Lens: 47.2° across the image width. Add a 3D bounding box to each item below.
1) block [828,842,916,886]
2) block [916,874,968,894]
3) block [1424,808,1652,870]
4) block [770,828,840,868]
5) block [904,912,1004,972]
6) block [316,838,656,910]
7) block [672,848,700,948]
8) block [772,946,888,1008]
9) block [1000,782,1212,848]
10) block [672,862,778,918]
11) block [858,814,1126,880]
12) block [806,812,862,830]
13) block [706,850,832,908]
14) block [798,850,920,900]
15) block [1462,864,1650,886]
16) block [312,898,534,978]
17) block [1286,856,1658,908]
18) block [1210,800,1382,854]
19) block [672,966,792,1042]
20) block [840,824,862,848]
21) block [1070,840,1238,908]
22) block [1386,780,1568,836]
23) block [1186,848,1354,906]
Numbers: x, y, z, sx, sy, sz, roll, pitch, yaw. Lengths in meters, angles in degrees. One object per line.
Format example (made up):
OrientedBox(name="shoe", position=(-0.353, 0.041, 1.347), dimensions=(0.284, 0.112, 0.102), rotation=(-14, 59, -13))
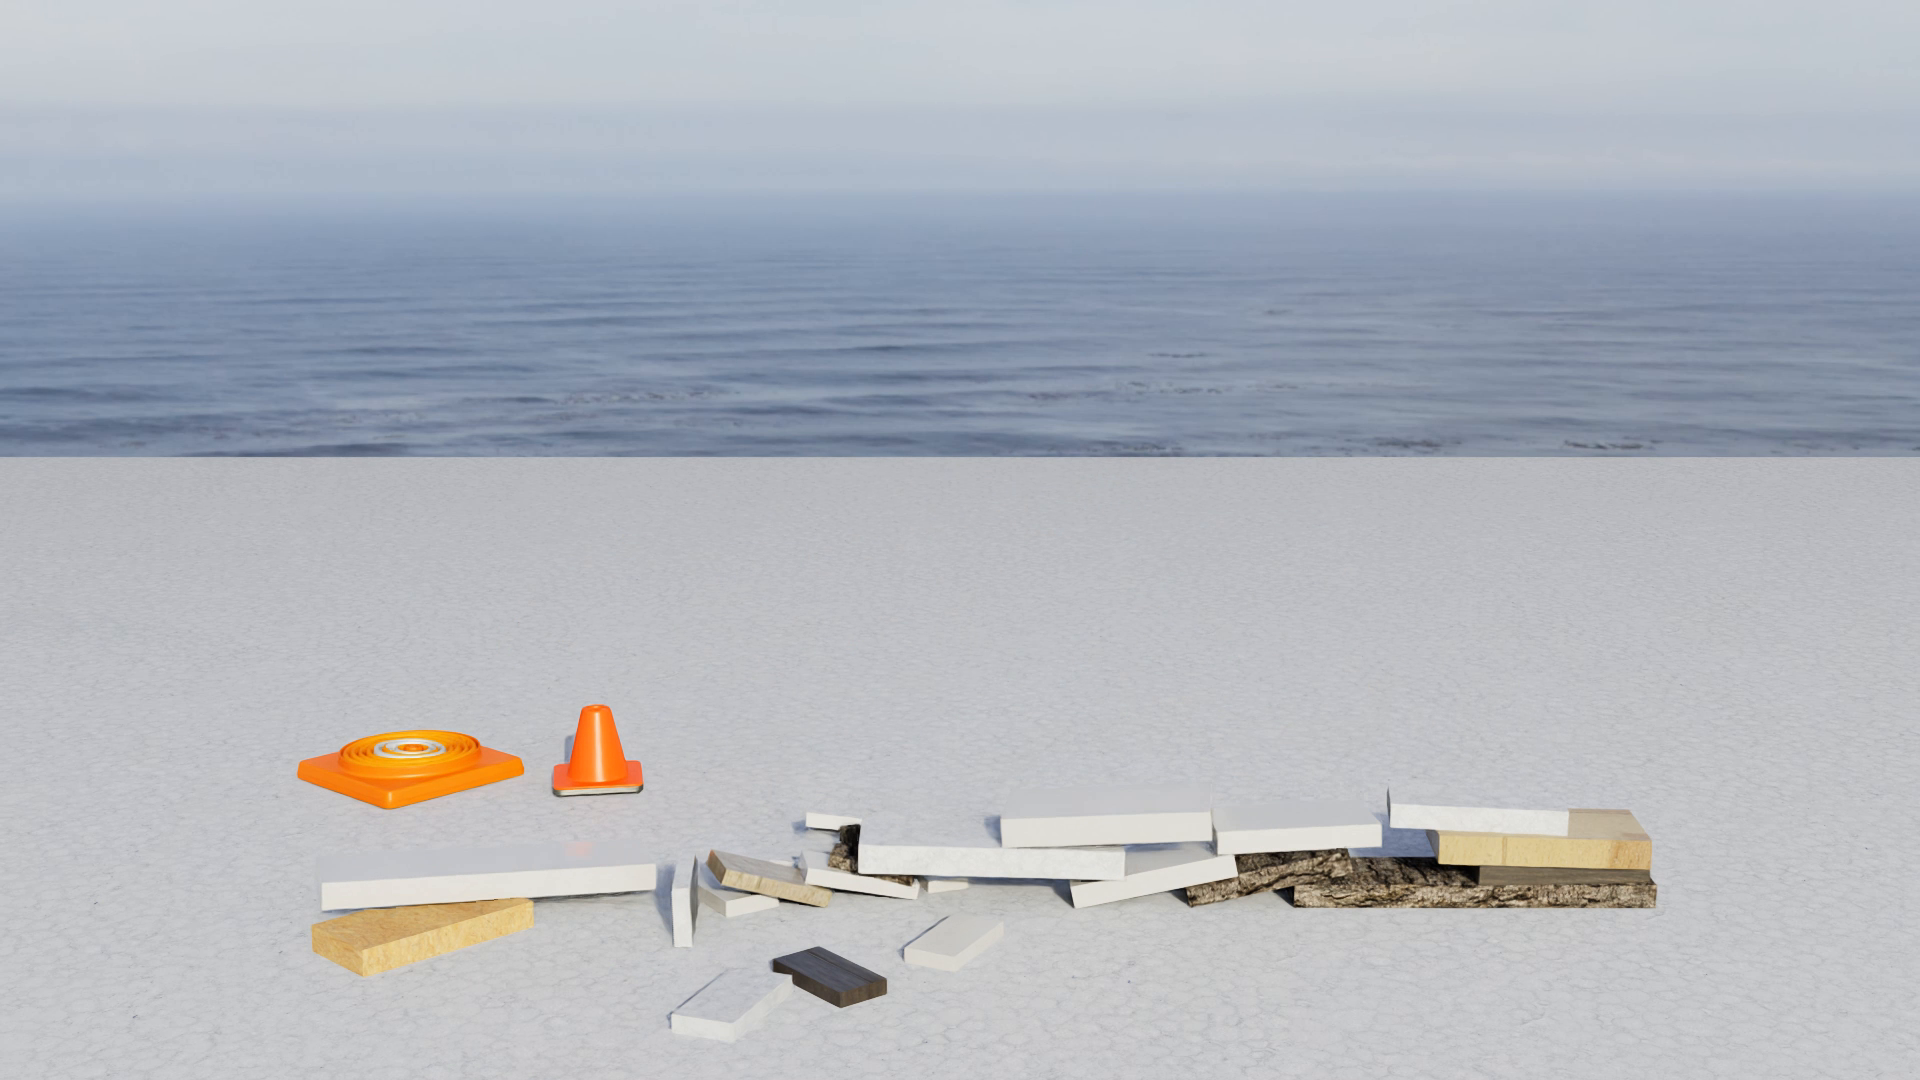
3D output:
OrientedBox(name="block", position=(-0.143, 0.539, 3.652), dimensions=(0.143, 0.020, 0.072), rotation=(13, 10, 4))
OrientedBox(name="block", position=(-0.046, 0.565, 3.747), dimensions=(0.072, 0.020, 0.143), rotation=(-4, 11, -22))
OrientedBox(name="block", position=(0.952, 0.490, 3.637), dimensions=(0.338, 0.048, 0.169), rotation=(1, 11, 4))
OrientedBox(name="block", position=(-0.249, 0.546, 3.833), dimensions=(0.094, 0.027, 0.189), rotation=(4, 11, 20))
OrientedBox(name="block", position=(-0.008, 0.624, 3.417), dimensions=(0.086, 0.024, 0.171), rotation=(5, 12, 26))
OrientedBox(name="block", position=(-0.770, 0.541, 3.575), dimensions=(0.525, 0.043, 0.152), rotation=(0, 8, -20))
OrientedBox(name="block", position=(-0.438, 0.570, 3.511), dimensions=(0.027, 0.097, 0.194), rotation=(-2, 11, -3))
OrientedBox(name="block", position=(-0.195, 0.650, 3.278), dimensions=(0.086, 0.024, 0.171), rotation=(-9, 14, -39))
OrientedBox(name="block", position=(0.245, 0.451, 3.617), dimensions=(0.337, 0.048, 0.169), rotation=(-3, 10, 7))
OrientedBox(name="block", position=(-0.391, 0.578, 3.659), dimensions=(0.097, 0.027, 0.193), rotation=(-7, 13, -33))
OrientedBox(name="block", position=(0.050, 0.507, 3.643), dimensions=(0.431, 0.048, 0.169), rotation=(2, 10, -1))
OrientedBox(name="block", position=(-0.182, 0.509, 3.923), dimensions=(0.176, 0.024, 0.086), rotation=(6, -8, 3))
OrientedBox(name="block", position=(-0.313, 0.554, 3.604), dimensions=(0.189, 0.027, 0.095), rotation=(17, 6, -25))
OrientedBox(name="block", position=(-0.169, 0.557, 3.662), dimensions=(0.189, 0.027, 0.095), rotation=(10, 8, -13))
OrientedBox(name="block", position=(0.984, 0.531, 3.660), dimensions=(0.283, 0.040, 0.141), rotation=(-1, 11, -3))
OrientedBox(name="block", position=(-0.843, 0.607, 3.459), dimensions=(0.152, 0.043, 0.304), rotation=(10, 15, 44))
OrientedBox(name="block", position=(0.843, 0.570, 3.665), dimensions=(0.592, 0.040, 0.141), rotation=(0, 11, 0))
OrientedBox(name="block", position=(0.547, 0.475, 3.647), dimensions=(0.271, 0.038, 0.135), rotation=(-2, 11, -5))
OrientedBox(name="block", position=(-0.327, 0.668, 3.173), dimensions=(0.097, 0.027, 0.194), rotation=(4, 11, 21))
OrientedBox(name="block", position=(-0.136, 0.526, 3.816), dimensions=(0.143, 0.072, 0.020), rotation=(-4, 10, -22))
OrientedBox(name="block", position=(0.318, 0.544, 3.652), dimensions=(0.271, 0.038, 0.135), rotation=(-12, 10, 3))
OrientedBox(name="block", position=(0.855, 0.443, 3.649), dimensions=(0.283, 0.040, 0.141), rotation=(2, 11, 8))
OrientedBox(name="block", position=(0.507, 0.541, 3.656), dimensions=(0.271, 0.038, 0.135), rotation=(-12, 10, 4))
